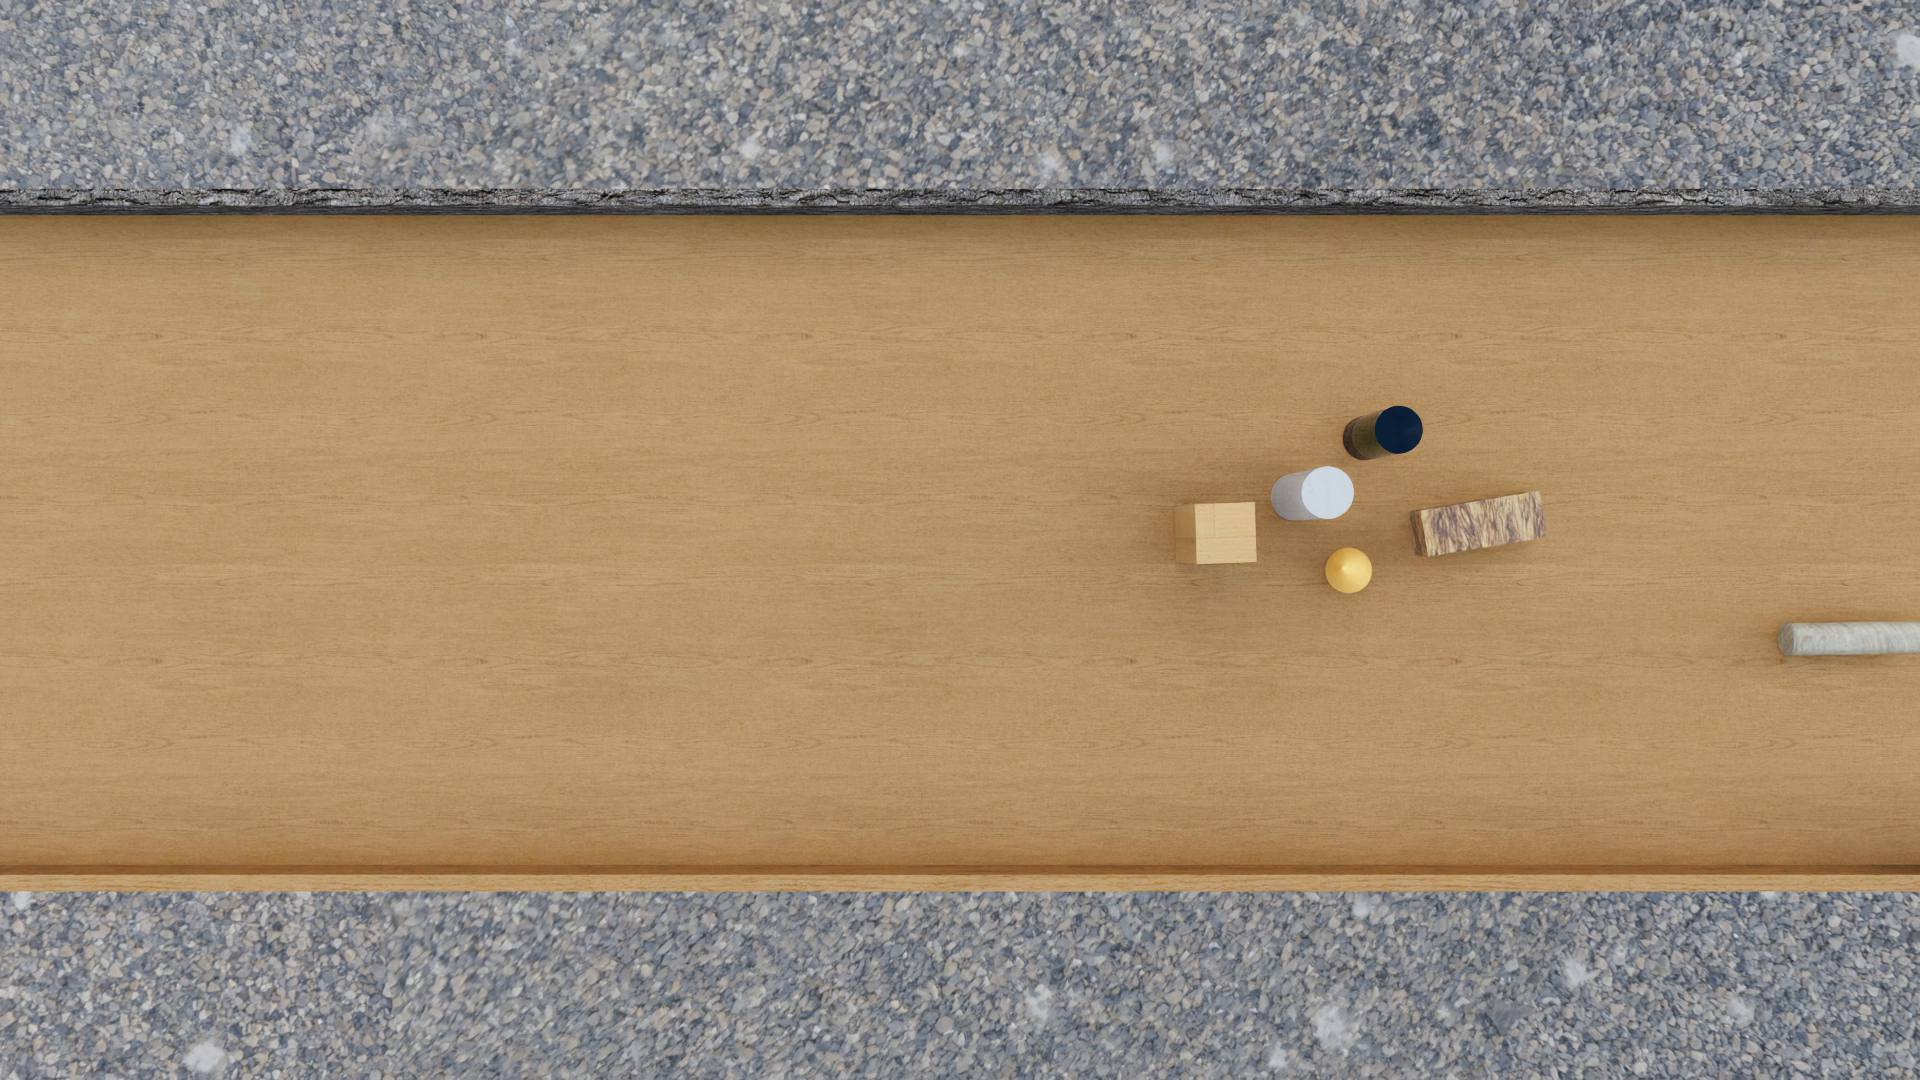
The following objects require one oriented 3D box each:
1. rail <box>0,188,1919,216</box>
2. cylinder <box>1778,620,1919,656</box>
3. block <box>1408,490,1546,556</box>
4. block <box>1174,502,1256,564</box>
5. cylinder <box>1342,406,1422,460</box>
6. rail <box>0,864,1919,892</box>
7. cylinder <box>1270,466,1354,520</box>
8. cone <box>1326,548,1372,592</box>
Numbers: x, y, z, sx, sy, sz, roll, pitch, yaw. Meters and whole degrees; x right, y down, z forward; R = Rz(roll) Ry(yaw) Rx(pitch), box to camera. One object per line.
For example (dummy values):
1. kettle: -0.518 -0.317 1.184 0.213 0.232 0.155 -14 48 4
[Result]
1. rail: -2.247 -1.025 5.002 12.000 0.150 0.050 0 90 0
2. cylinder: 2.719 0.299 5.026 0.404 0.101 0.101 -1 90 0
3. block: 1.568 -0.049 5.007 0.361 0.139 0.139 -9 90 0
4. block: 0.746 -0.019 4.853 0.168 0.448 0.168 -2 90 0
5. cylinder: 1.246 -0.313 4.880 0.137 0.393 0.137 0 90 0
6. rail: -2.247 1.025 5.001 12.000 0.150 0.050 0 90 0
7. cylinder: 1.029 -0.132 4.847 0.147 0.460 0.147 0 90 0
8. cone: 1.139 0.087 4.874 0.139 0.382 0.139 -1 88 16
